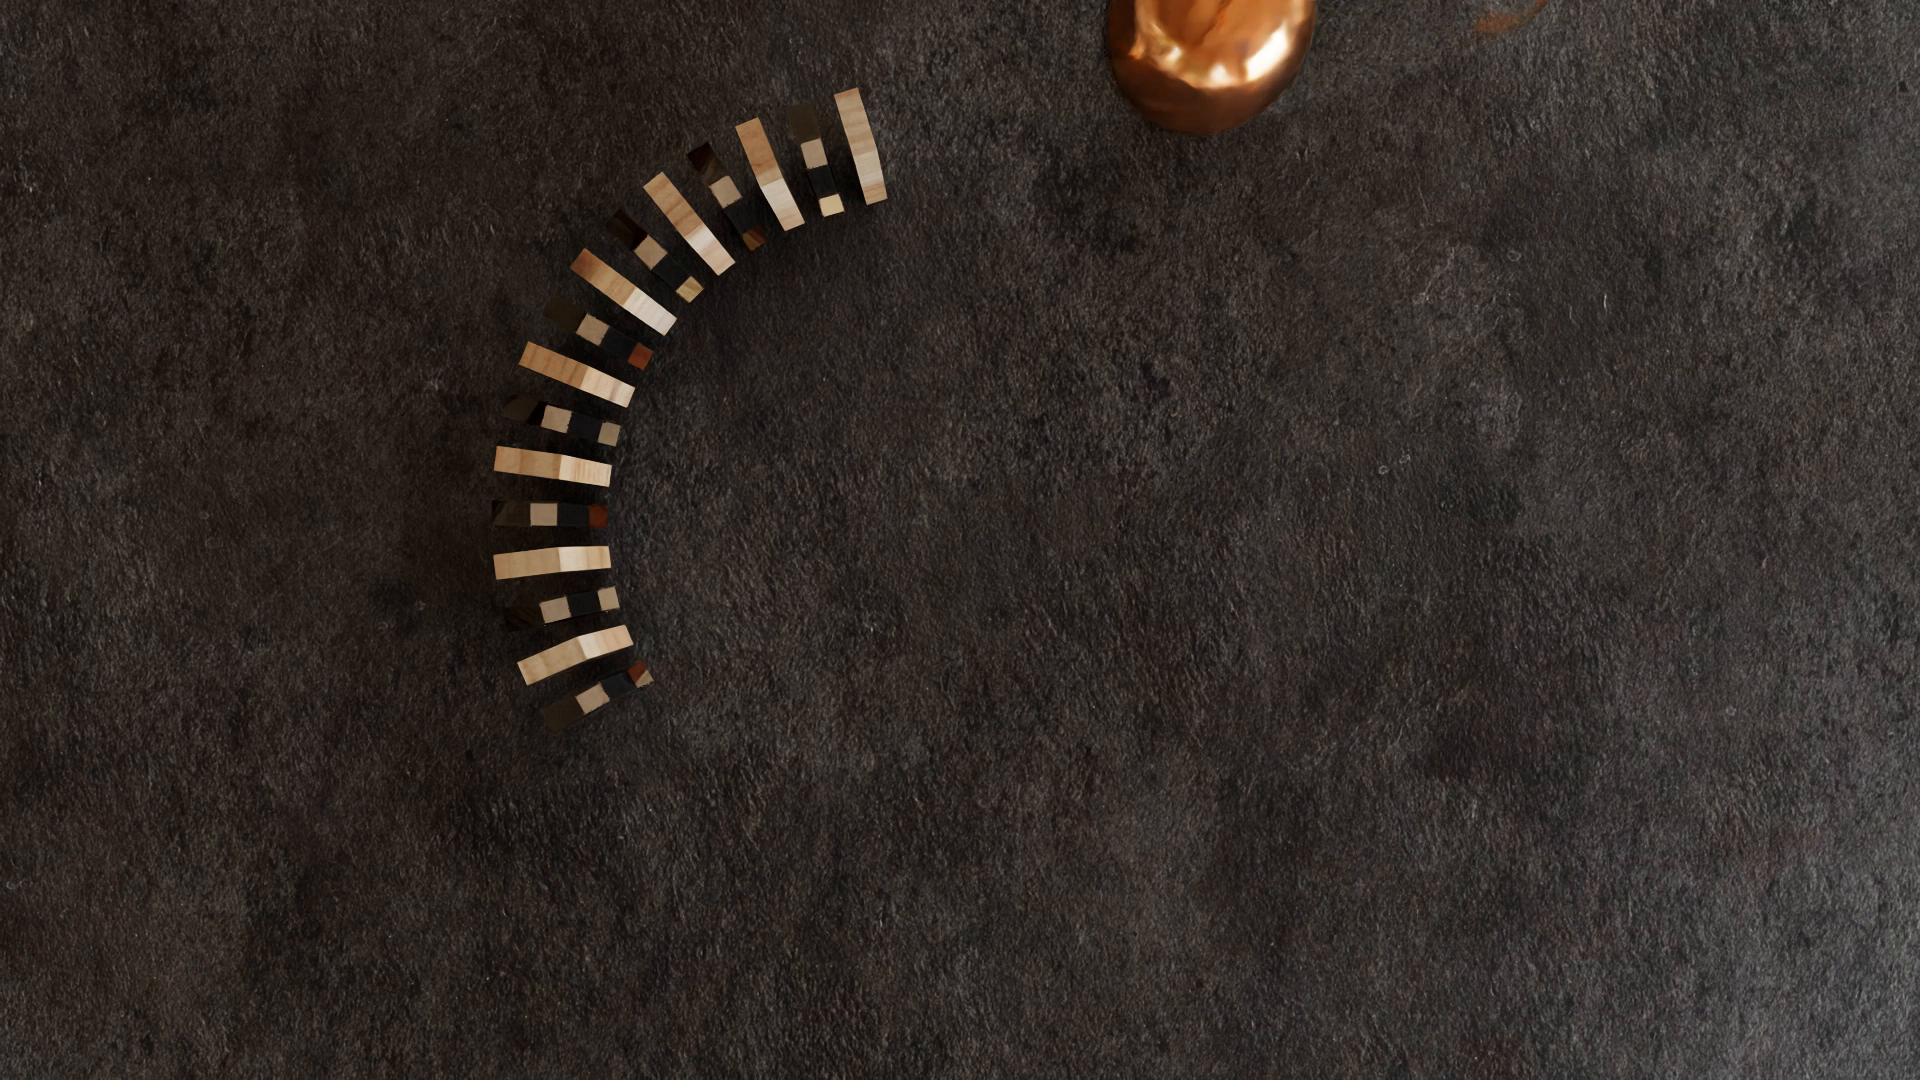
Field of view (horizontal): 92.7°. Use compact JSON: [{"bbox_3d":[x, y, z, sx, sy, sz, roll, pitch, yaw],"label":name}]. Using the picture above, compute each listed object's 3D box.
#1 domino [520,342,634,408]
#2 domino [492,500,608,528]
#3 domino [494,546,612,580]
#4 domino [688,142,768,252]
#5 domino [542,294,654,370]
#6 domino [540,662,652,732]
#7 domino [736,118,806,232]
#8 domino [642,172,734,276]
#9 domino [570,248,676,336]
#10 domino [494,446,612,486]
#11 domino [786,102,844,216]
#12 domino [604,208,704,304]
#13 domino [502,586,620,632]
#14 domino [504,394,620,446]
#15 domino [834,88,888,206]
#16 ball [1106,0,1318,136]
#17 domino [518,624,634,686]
[{"bbox_3d":[-0.155,-0.067,0.375,0.025,0.050,0.009,22,90,0],"label":"domino"},{"bbox_3d":[-0.166,-0.010,0.375,0.025,0.050,0.009,0,90,0],"label":"domino"},{"bbox_3d":[-0.165,0.009,0.375,0.025,0.050,0.010,-7,90,0],"label":"domino"},{"bbox_3d":[-0.094,-0.139,0.375,0.009,0.050,0.025,-32,90,0],"label":"domino"},{"bbox_3d":[-0.147,-0.084,0.375,0.025,0.050,0.010,29,90,0],"label":"domino"},{"bbox_3d":[-0.147,0.063,0.375,0.025,0.050,0.009,-29,90,0],"label":"domino"},{"bbox_3d":[-0.077,-0.148,0.375,0.010,0.050,0.025,-22,90,0],"label":"domino"},{"bbox_3d":[-0.110,-0.128,0.375,0.010,0.050,0.025,-39,90,0],"label":"domino"},{"bbox_3d":[-0.136,-0.100,0.375,0.025,0.050,0.010,37,90,0],"label":"domino"},{"bbox_3d":[-0.165,-0.030,0.375,0.025,0.050,0.010,8,90,0],"label":"domino"},{"bbox_3d":[-0.058,-0.154,0.375,0.010,0.050,0.025,-16,90,0],"label":"domino"},{"bbox_3d":[-0.124,-0.115,0.375,0.025,0.050,0.010,44,90,0],"label":"domino"},{"bbox_3d":[-0.162,0.028,0.375,0.025,0.050,0.009,-14,90,0],"label":"domino"},{"bbox_3d":[-0.161,-0.049,0.375,0.025,0.050,0.009,15,90,0],"label":"domino"},{"bbox_3d":[-0.040,-0.160,0.375,0.010,0.050,0.025,-17,90,0],"label":"domino"},{"bbox_3d":[0.098,-0.203,0.360,0.080,0.080,0.080,0,90,0],"label":"ball"},{"bbox_3d":[-0.156,0.046,0.375,0.025,0.050,0.009,-23,90,0],"label":"domino"}]
